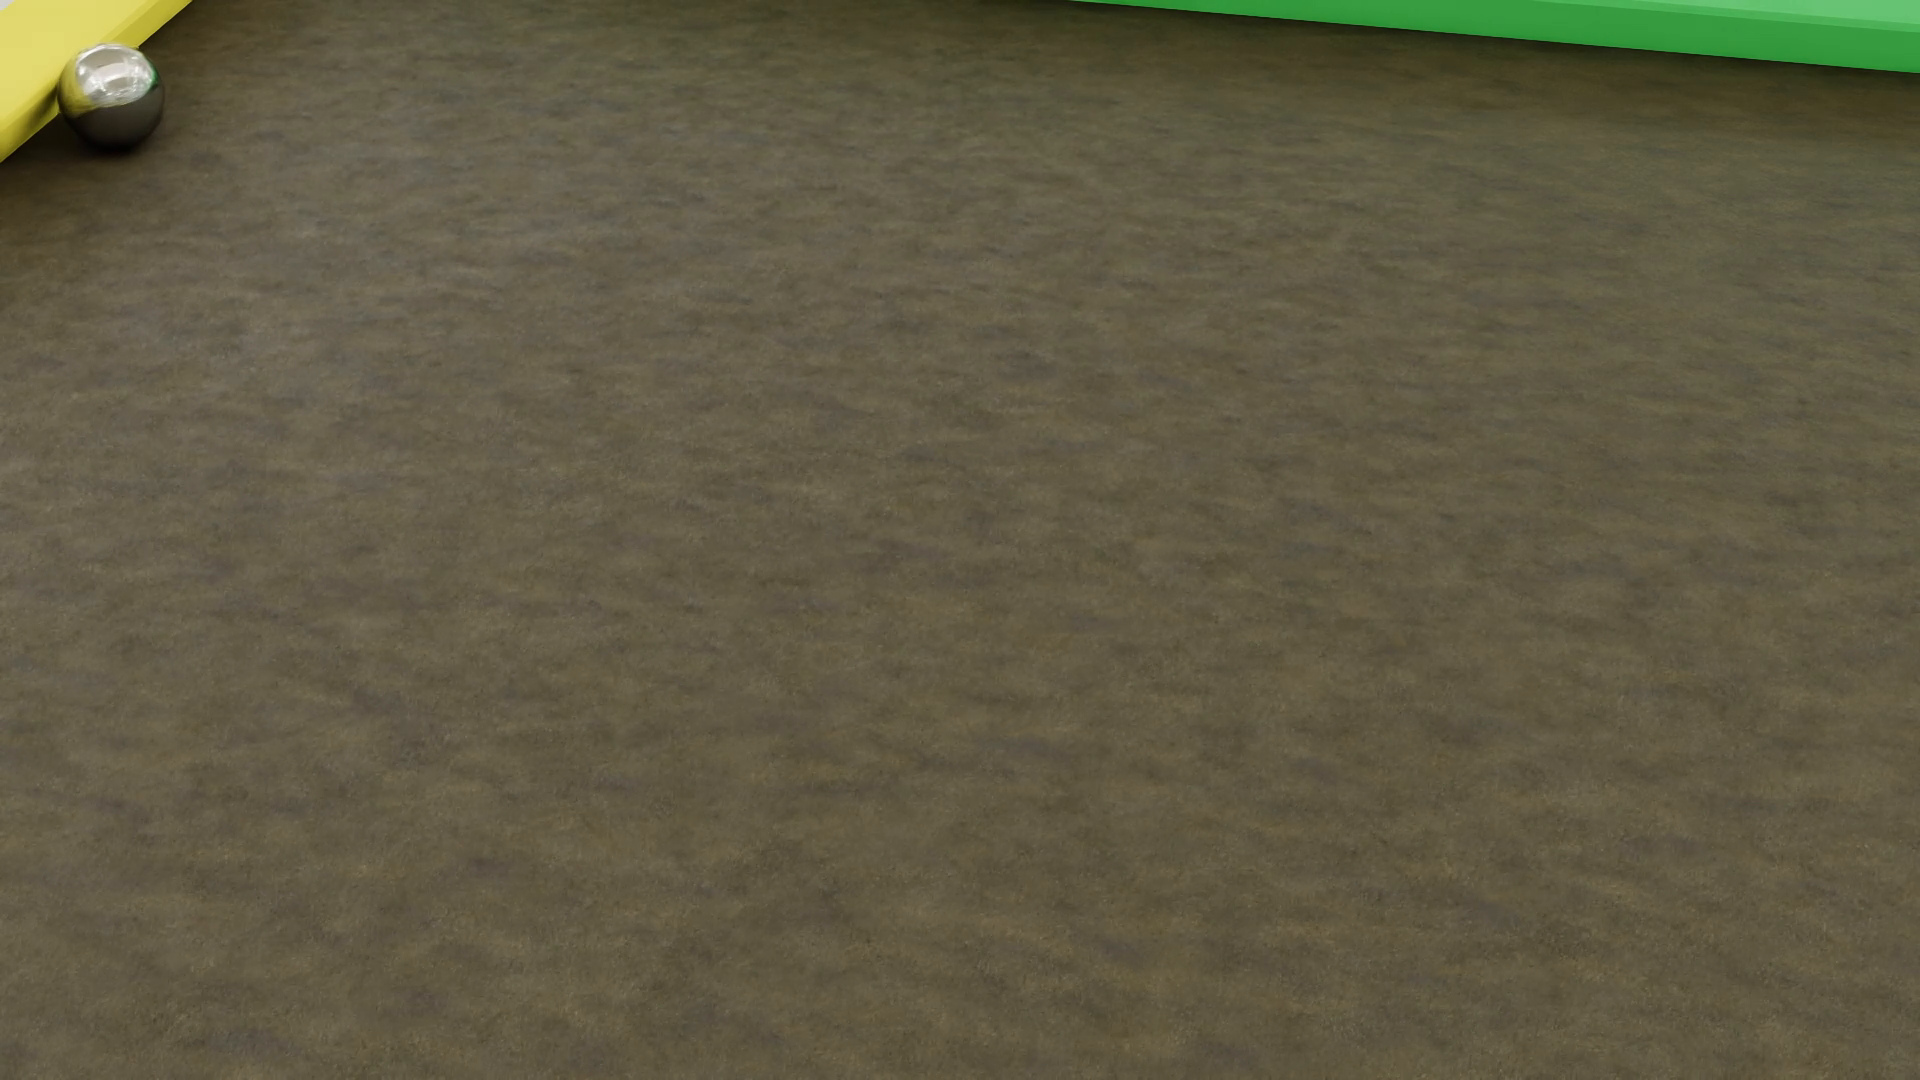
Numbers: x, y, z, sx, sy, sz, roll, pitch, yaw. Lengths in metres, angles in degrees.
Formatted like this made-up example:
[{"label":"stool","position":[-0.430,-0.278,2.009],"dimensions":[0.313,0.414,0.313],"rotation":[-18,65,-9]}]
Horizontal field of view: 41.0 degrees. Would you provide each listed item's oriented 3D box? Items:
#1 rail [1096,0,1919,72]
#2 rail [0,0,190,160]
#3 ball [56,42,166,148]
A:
[{"label":"rail","position":[1.233,-0.478,2.481],"dimensions":[4.128,0.128,0.045],"rotation":[7,35,10]},{"label":"rail","position":[-0.985,-0.144,1.997],"dimensions":[0.045,0.128,2.148],"rotation":[7,35,10]},{"label":"ball","position":[-0.801,-0.420,2.425],"dimensions":[0.098,0.098,0.098],"rotation":[0,35,0]}]
